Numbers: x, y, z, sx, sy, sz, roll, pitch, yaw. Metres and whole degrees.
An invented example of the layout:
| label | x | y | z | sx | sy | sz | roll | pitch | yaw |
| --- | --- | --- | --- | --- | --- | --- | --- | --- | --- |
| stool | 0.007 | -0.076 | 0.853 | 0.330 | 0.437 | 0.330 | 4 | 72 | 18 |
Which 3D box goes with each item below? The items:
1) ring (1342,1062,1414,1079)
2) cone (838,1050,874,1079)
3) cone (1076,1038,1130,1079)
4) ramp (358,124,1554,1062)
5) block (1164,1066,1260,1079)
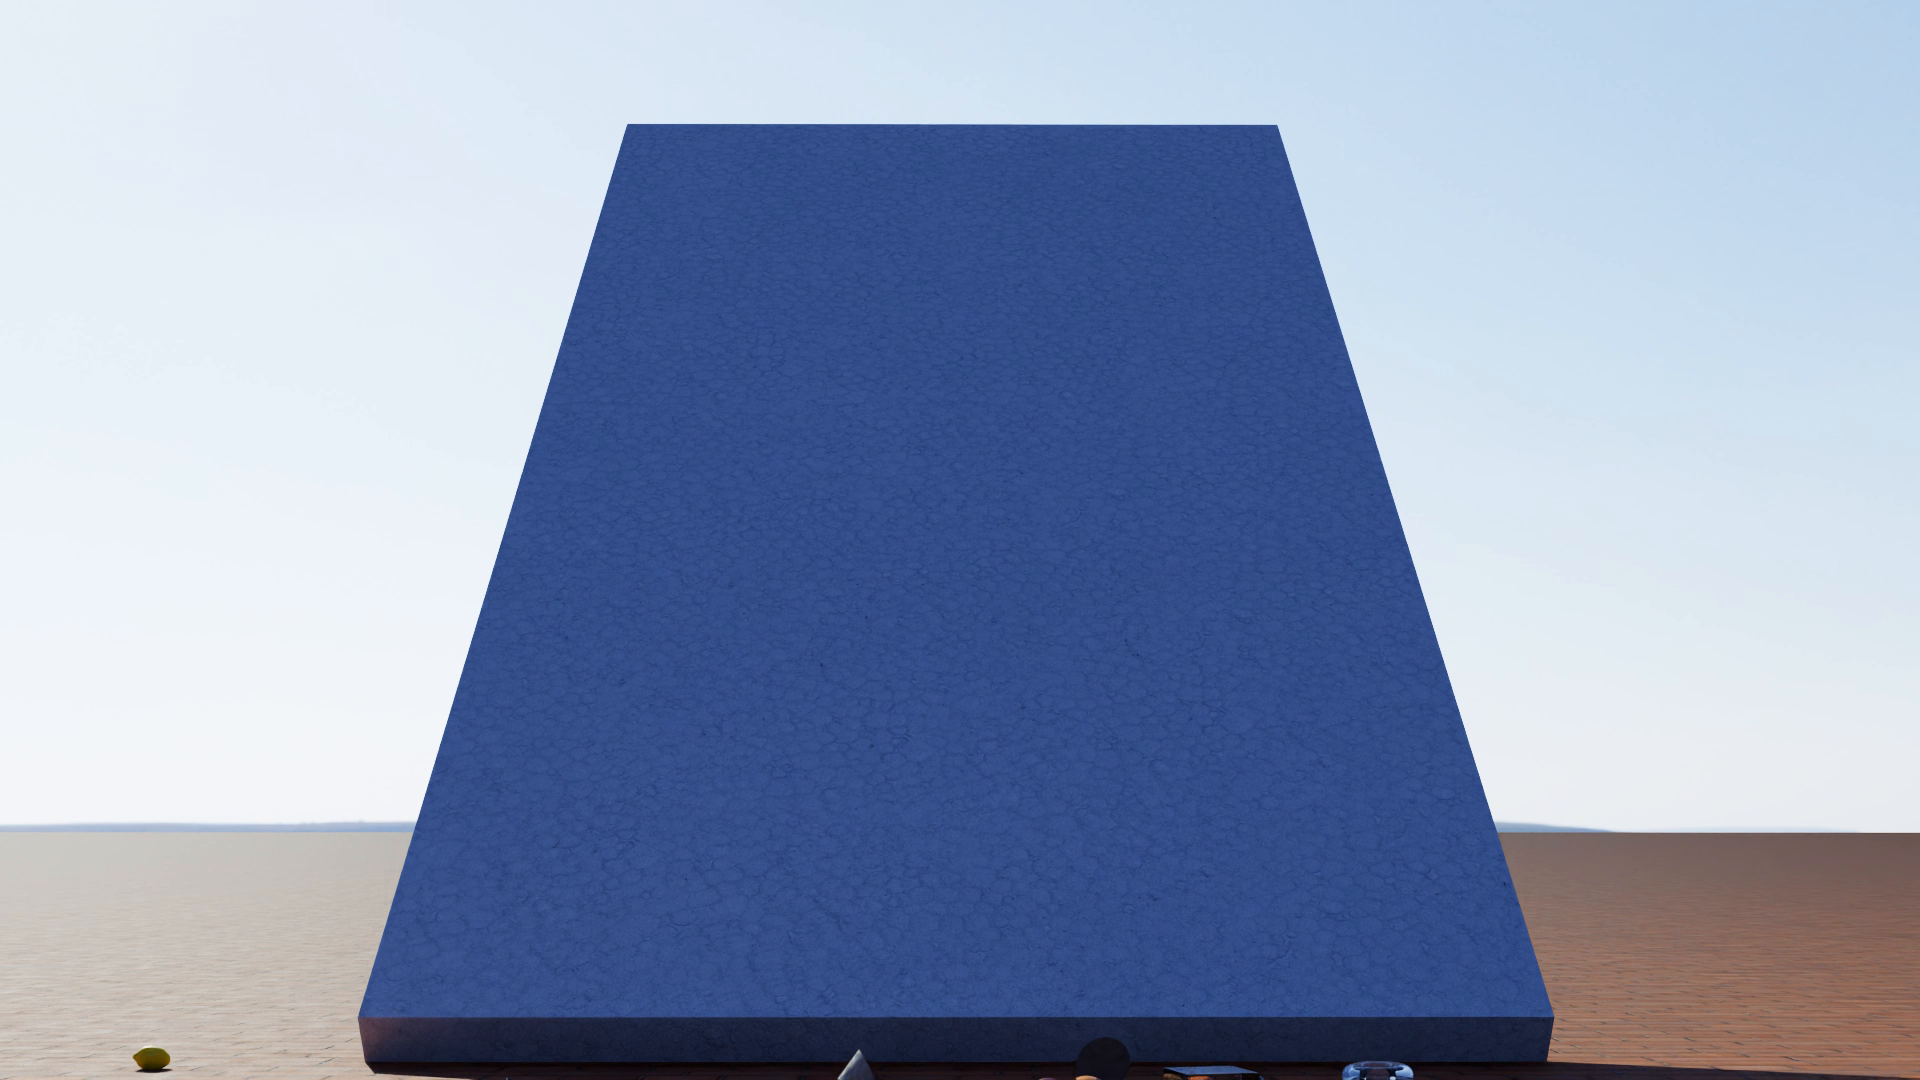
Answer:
| label | x | y | z | sx | sy | sz | roll | pitch | yaw |
| --- | --- | --- | --- | --- | --- | --- | --- | --- | --- |
| ring | 0.637 | 0.817 | 3.710 | 0.109 | 0.036 | 0.109 | -1 | -5 | 0 |
| cone | -0.163 | 0.786 | 3.465 | 0.088 | 0.088 | 0.088 | -28 | -3 | -9 |
| cone | 0.231 | 0.815 | 3.710 | 0.086 | 0.086 | 0.086 | -3 | -34 | 23 |
| ramp | -0.014 | -0.198 | 5.803 | 2.000 | 0.100 | 4.000 | 0 | 31 | 0 |
| block | 0.314 | 0.709 | 3.041 | 0.093 | 0.093 | 0.093 | 2 | -7 | -14 |
